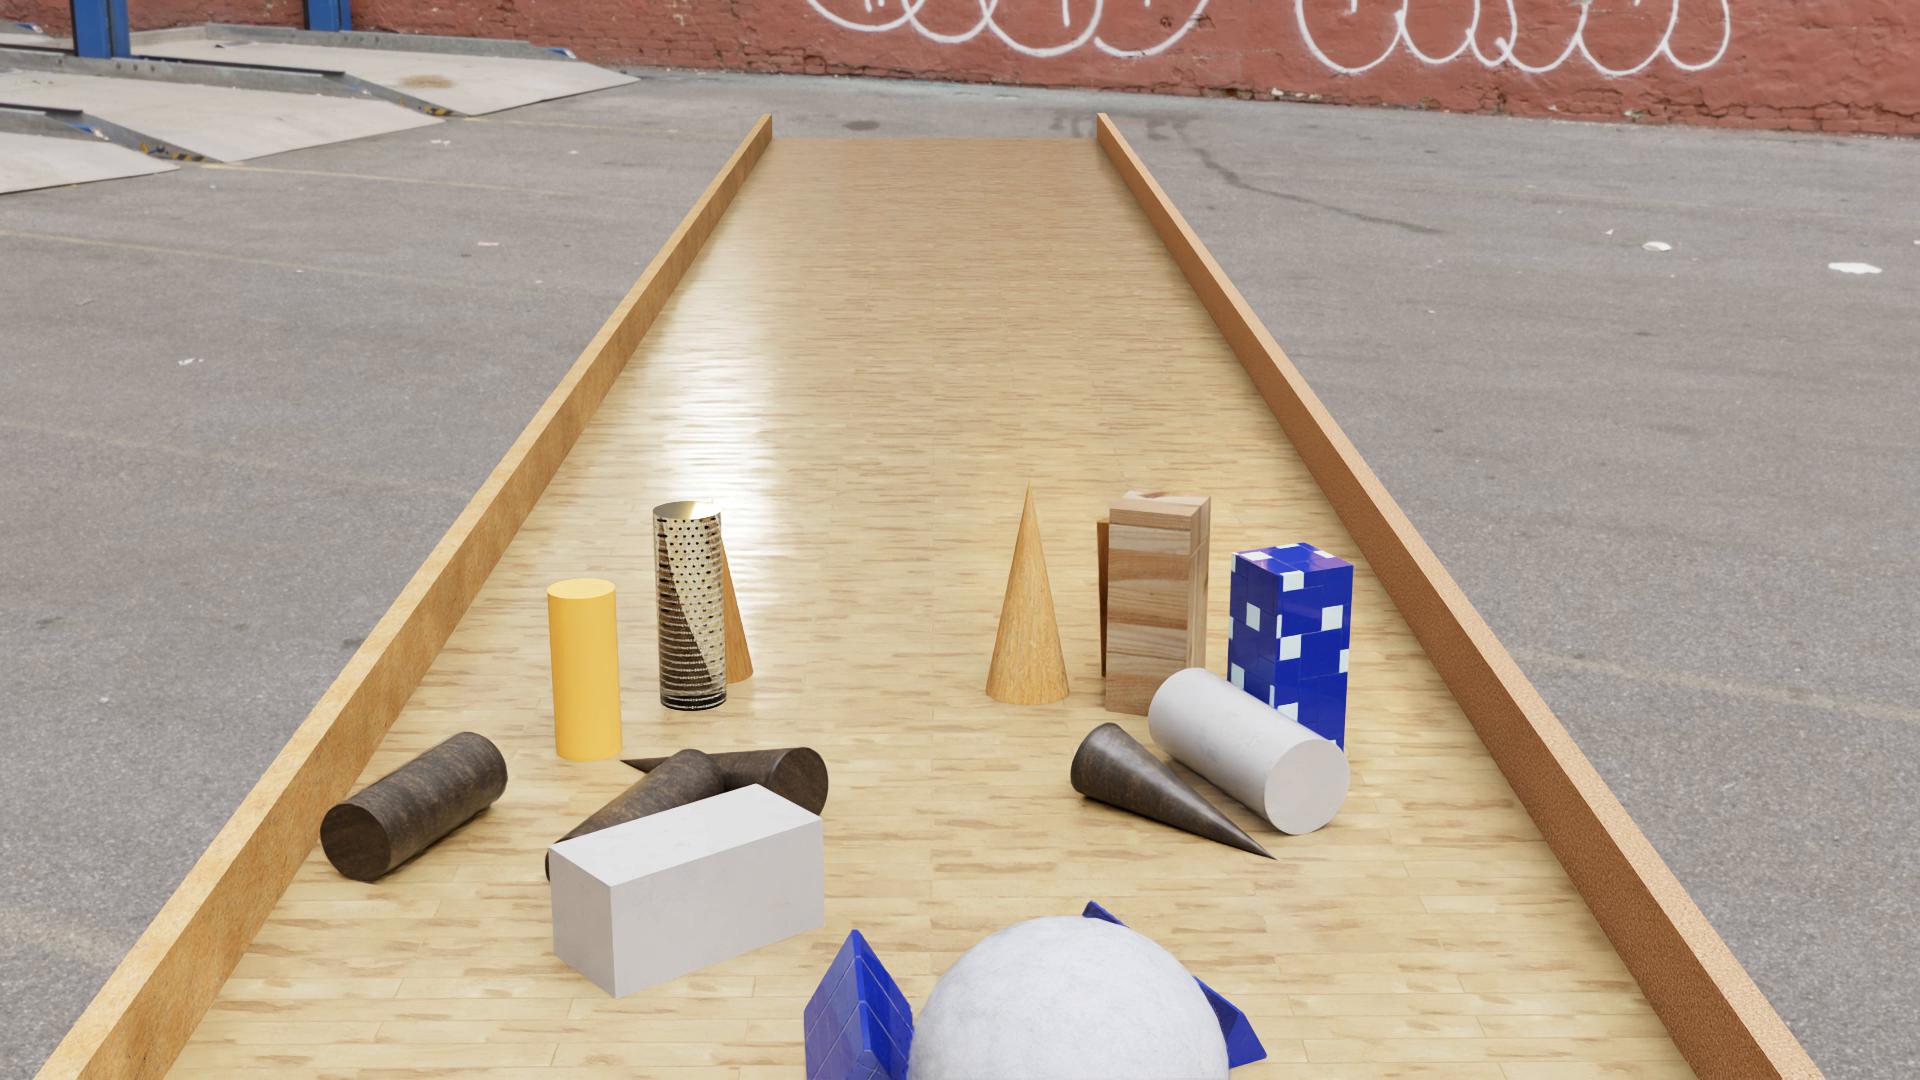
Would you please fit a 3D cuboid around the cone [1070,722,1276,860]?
[{"bbox_3d":[0.371,0.442,3.625,0.133,0.133,0.392,-16,33,-43],"label":"cone"}]

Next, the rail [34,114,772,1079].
[{"bbox_3d":[-1.118,-0.838,7.780,0.050,0.150,12.000,0,17,-1],"label":"rail"}]

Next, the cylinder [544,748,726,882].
[{"bbox_3d":[-0.512,0.453,3.506,0.113,0.113,0.384,6,18,20],"label":"cylinder"}]

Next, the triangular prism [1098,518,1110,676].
[{"bbox_3d":[0.363,0.100,4.322,0.154,0.317,0.134,1,17,14],"label":"triangular prism"}]

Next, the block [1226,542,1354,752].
[{"bbox_3d":[0.579,0.208,3.886,0.152,0.366,0.152,-8,18,-24],"label":"block"}]

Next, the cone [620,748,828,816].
[{"bbox_3d":[-0.436,0.400,3.763,0.453,0.136,0.136,3,14,40],"label":"cone"}]

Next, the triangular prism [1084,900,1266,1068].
[{"bbox_3d":[0.279,0.607,3.044,0.088,0.076,0.377,-8,19,-27],"label":"triangular prism"}]

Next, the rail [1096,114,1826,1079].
[{"bbox_3d":[0.932,-0.844,7.801,0.050,0.150,12.000,0,17,-1],"label":"rail"}]

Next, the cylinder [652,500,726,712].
[{"bbox_3d":[-0.509,0.124,4.149,0.127,0.376,0.127,0,17,0],"label":"cylinder"}]

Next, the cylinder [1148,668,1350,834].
[{"bbox_3d":[0.486,0.354,3.745,0.166,0.166,0.375,-8,18,-24],"label":"cylinder"}]

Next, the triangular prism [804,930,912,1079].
[{"bbox_3d":[-0.127,0.636,2.857,0.144,0.125,0.328,-2,17,-5],"label":"triangular prism"}]

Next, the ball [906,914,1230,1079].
[{"bbox_3d":[0.123,0.615,2.510,0.370,0.370,0.370,0,17,0],"label":"ball"}]

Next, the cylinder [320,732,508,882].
[{"bbox_3d":[-0.878,0.428,3.559,0.131,0.131,0.326,6,18,21],"label":"cylinder"}]

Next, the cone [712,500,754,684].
[{"bbox_3d":[-0.478,0.089,4.293,0.139,0.362,0.139,0,17,0],"label":"cone"}]

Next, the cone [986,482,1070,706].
[{"bbox_3d":[0.130,0.088,4.190,0.163,0.422,0.163,0,17,0],"label":"cone"}]

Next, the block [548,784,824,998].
[{"bbox_3d":[-0.396,0.507,3.220,0.361,0.172,0.172,-13,21,-38],"label":"block"}]

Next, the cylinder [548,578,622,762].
[{"bbox_3d":[-0.667,0.231,3.916,0.118,0.304,0.118,0,17,0],"label":"cylinder"}]

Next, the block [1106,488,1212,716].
[{"bbox_3d":[0.372,0.119,4.130,0.153,0.397,0.153,6,18,19],"label":"block"}]
